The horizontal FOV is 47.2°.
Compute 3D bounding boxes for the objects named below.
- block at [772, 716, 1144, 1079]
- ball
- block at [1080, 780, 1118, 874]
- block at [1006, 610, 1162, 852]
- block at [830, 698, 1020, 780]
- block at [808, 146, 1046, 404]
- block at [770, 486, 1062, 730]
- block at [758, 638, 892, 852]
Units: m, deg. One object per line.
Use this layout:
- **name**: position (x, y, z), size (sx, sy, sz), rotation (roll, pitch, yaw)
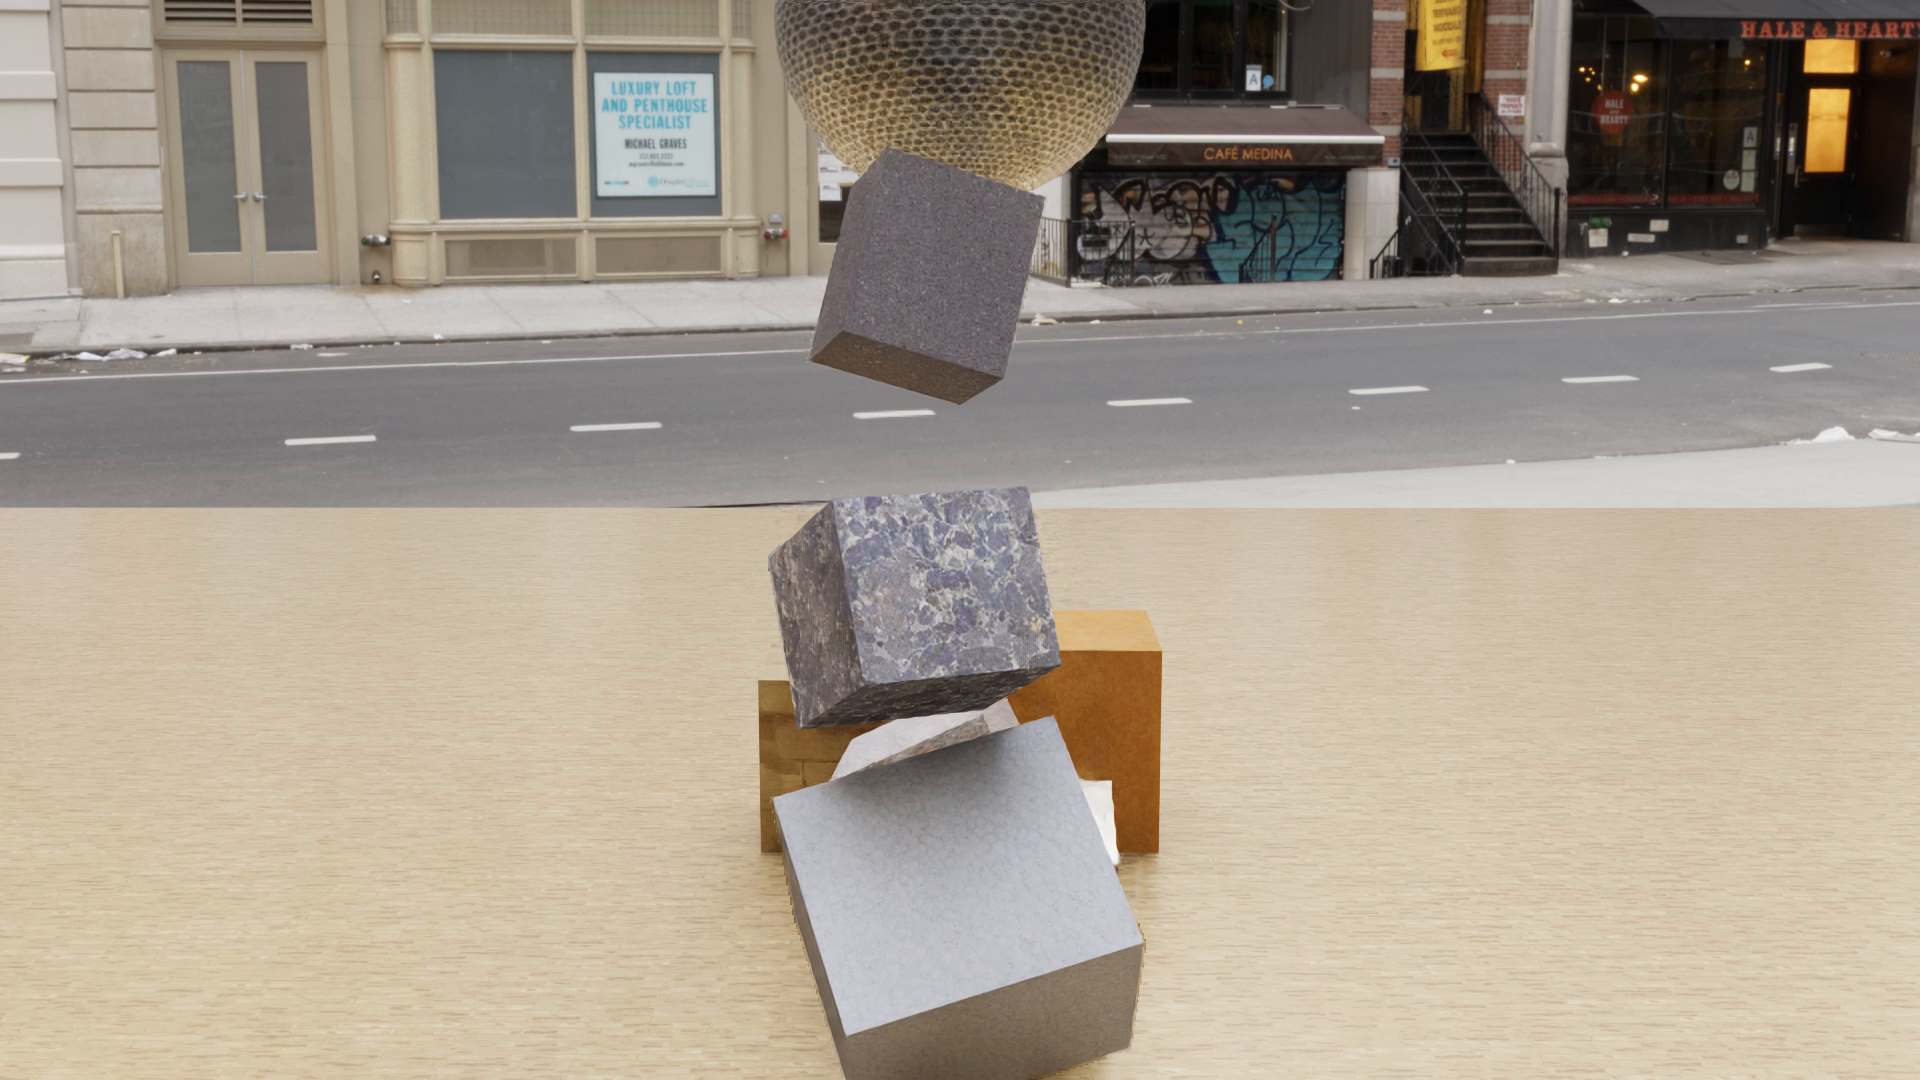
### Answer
- **block**: position (-0.011, 1.360, 7.740), size (1.015, 0.955, 0.893), rotation (-16, 58, -9)
- **ball**: position (0.000, -2.243, 9.454), size (1.600, 1.600, 1.600), rotation (0, 10, 0)
- **block**: position (0.203, 1.484, 8.952), size (0.815, 0.770, 0.851), rotation (2, 16, 1)
- **block**: position (0.492, 0.967, 11.363), size (1.003, 1.031, 0.951), rotation (0, 10, 0)
- **block**: position (-0.057, 1.192, 10.260), size (0.776, 0.717, 0.744), rotation (-25, 7, 9)
- **block**: position (-0.129, -0.956, 8.092), size (0.608, 0.691, 0.575), rotation (15, -10, -14)
- **block**: position (-0.166, 0.239, 7.533), size (0.710, 0.623, 0.683), rotation (-4, -15, -24)
- **block**: position (-0.507, 1.044, 11.350), size (0.974, 0.885, 0.916), rotation (0, 10, 0)
